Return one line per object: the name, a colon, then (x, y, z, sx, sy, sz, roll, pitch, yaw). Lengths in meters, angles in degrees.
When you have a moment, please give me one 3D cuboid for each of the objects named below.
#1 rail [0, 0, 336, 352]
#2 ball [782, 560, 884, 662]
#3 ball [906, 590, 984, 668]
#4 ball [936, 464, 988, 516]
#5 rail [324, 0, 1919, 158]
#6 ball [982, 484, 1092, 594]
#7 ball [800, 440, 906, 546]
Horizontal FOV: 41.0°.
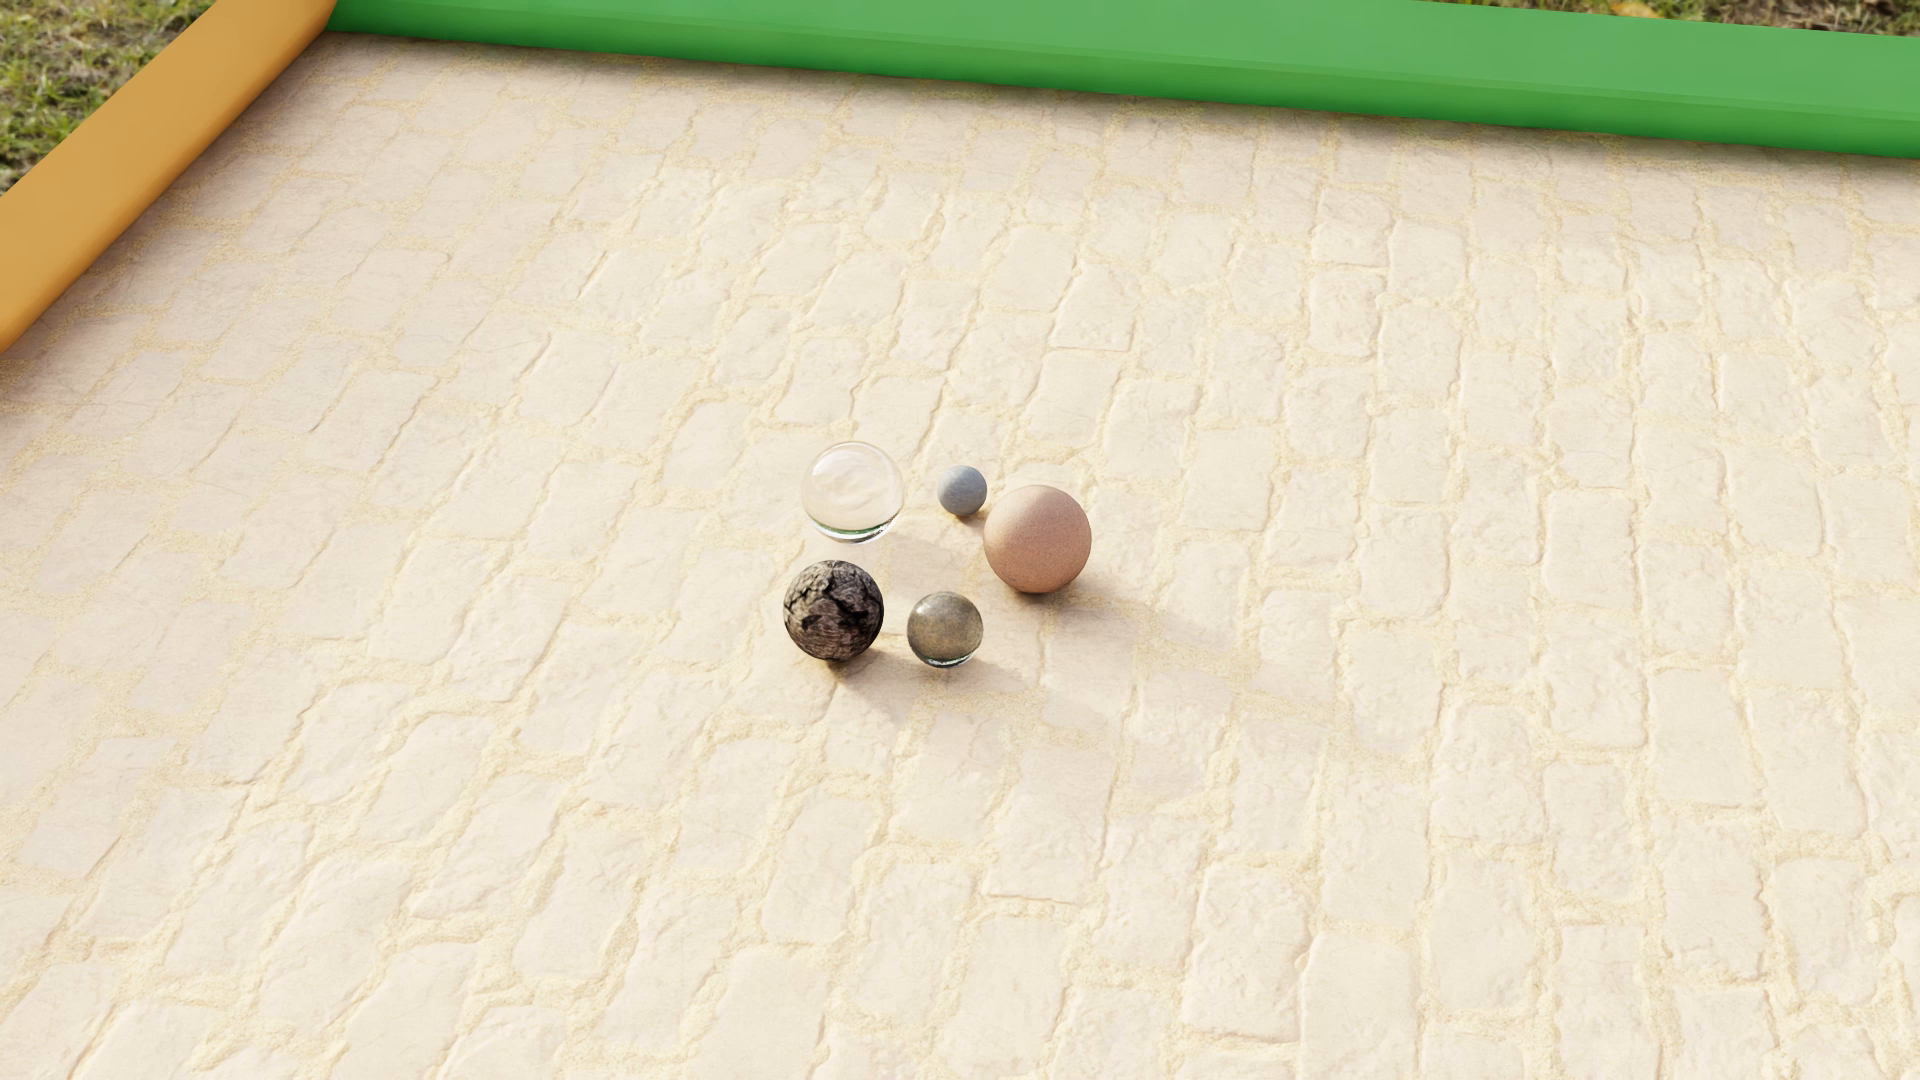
rail: (-0.844, -0.117, 2.054, 0.045, 0.124, 1.778, 6, 35, 9)
ball: (-0.091, 0.051, 1.855, 0.074, 0.074, 0.074, 0, 34, 0)
ball: (-0.011, 0.065, 1.850, 0.056, 0.056, 0.056, 0, 34, 0)
ball: (0.002, -0.039, 2.016, 0.040, 0.040, 0.040, 0, 34, 0)
rail: (1.032, -0.410, 2.481, 3.535, 0.124, 0.045, 6, 35, 9)
ball: (0.058, -0.001, 1.923, 0.082, 0.082, 0.082, 0, 34, 0)
ball: (-0.082, -0.036, 1.976, 0.081, 0.081, 0.081, 0, 34, 0)
